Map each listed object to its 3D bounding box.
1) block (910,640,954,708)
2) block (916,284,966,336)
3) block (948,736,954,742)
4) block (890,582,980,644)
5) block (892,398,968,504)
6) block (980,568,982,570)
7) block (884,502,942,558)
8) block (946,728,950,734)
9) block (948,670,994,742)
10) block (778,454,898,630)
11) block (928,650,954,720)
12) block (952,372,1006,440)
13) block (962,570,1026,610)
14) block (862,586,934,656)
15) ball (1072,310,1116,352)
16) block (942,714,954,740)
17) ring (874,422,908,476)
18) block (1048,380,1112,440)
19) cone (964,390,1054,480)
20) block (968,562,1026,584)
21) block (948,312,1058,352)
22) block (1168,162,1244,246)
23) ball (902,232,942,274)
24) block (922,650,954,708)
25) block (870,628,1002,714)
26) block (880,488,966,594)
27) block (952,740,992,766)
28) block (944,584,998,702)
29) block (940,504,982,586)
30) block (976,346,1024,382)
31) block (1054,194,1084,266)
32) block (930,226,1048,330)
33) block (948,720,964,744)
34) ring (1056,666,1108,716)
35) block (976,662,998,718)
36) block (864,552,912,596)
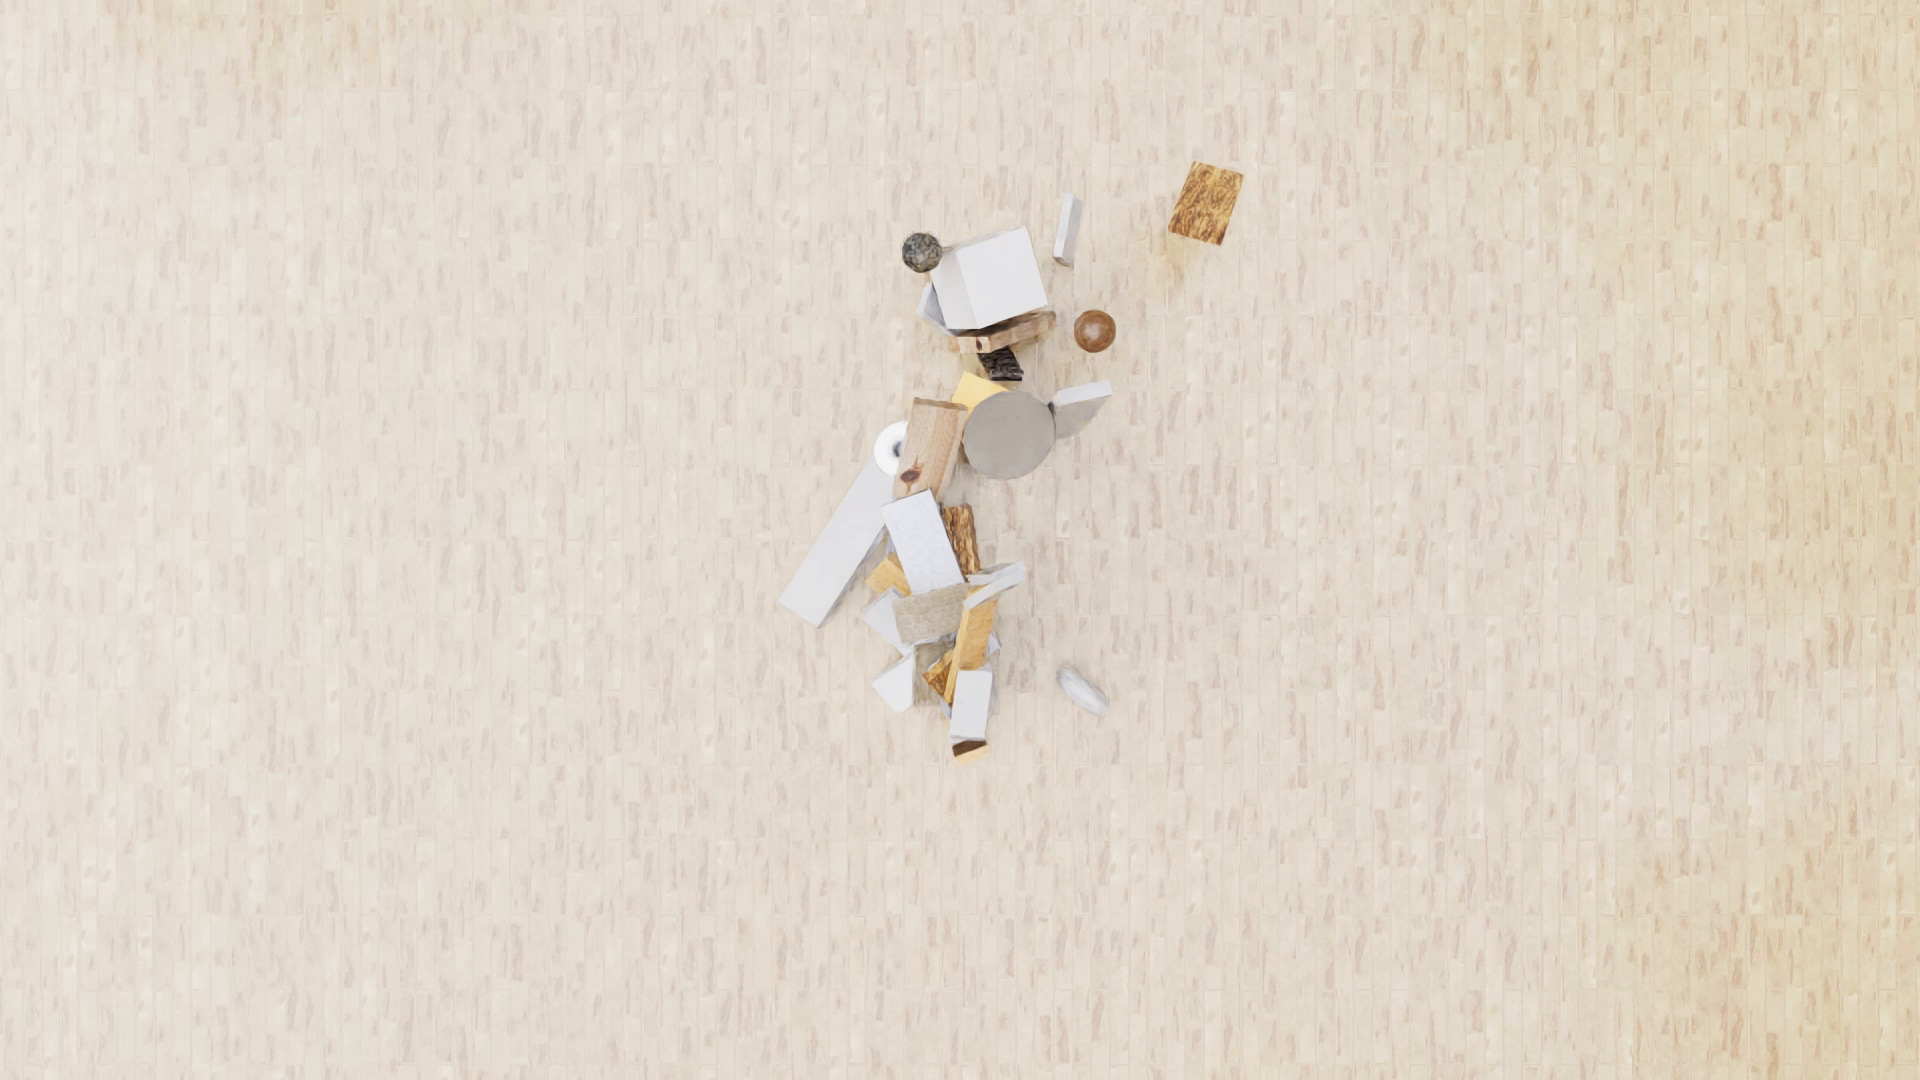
[{"bbox_3d":[-0.090,0.432,5.303,0.120,0.034,0.239,-6,127,-14],"label":"block"},{"bbox_3d":[-0.046,-0.740,5.397,0.213,0.030,0.107,31,71,-40],"label":"block"},{"bbox_3d":[0.000,0.601,5.490,0.074,0.021,0.148,2,90,0],"label":"block"},{"bbox_3d":[-0.064,0.225,5.199,0.283,0.040,0.141,-13,93,-14],"label":"block"},{"bbox_3d":[-0.098,-0.284,5.274,0.171,0.048,0.342,7,121,-14],"label":"block"},{"bbox_3d":[0.011,0.056,5.468,0.085,0.024,0.169,-21,76,0],"label":"block"},{"bbox_3d":[-0.152,-0.040,5.448,0.147,0.042,0.293,13,91,25],"label":"block"},{"bbox_3d":[-0.012,0.565,5.467,0.074,0.021,0.148,-3,88,0],"label":"block"},{"bbox_3d":[0.035,0.503,5.023,0.108,0.031,0.216,4,61,9],"label":"block"},{"bbox_3d":[-0.341,-0.036,5.423,0.171,0.048,0.677,31,86,21],"label":"block"},{"bbox_3d":[-0.018,0.466,5.309,0.120,0.257,0.034,-33,48,-16],"label":"block"},{"bbox_3d":[0.067,-0.414,5.401,0.198,0.198,0.198,23,90,0],"label":"block"},{"bbox_3d":[0.099,0.149,4.823,0.105,0.210,0.030,-21,82,-30],"label":"block"},{"bbox_3d":[-0.168,0.290,5.358,0.283,0.040,0.141,43,111,-16],"label":"block"},{"bbox_3d":[0.414,-0.643,5.073,0.133,0.133,0.133,0,90,0],"label":"ball"},{"bbox_3d":[-0.007,0.621,5.441,0.063,0.018,0.125,-28,96,-1],"label":"block"},{"bbox_3d":[-0.187,-0.296,5.389,0.192,0.064,0.192,-4,74,14],"label":"ring"},{"bbox_3d":[0.346,-0.405,5.288,0.167,0.403,0.047,-13,78,-16],"label":"block"},{"bbox_3d":[0.194,-0.288,5.264,0.296,0.296,0.296,-5,73,16],"label":"cone"},{"bbox_3d":[0.107,0.098,4.901,0.105,0.210,0.030,-22,95,-19],"label":"block"},{"bbox_3d":[0.139,-0.666,5.275,0.335,0.167,0.047,-27,114,-42],"label":"block"},{"bbox_3d":[0.761,-1.039,5.083,0.167,0.047,0.335,17,47,7],"label":"block"},{"bbox_3d":[-0.117,-0.877,5.031,0.123,0.123,0.123,0,90,0],"label":"ball"},{"bbox_3d":[-0.018,0.457,5.250,0.120,0.239,0.034,-43,49,-5],"label":"block"},{"bbox_3d":[-0.079,0.398,5.357,0.424,0.040,0.141,-34,109,14],"label":"block"},{"bbox_3d":[-0.116,0.022,5.322,0.171,0.048,0.342,-19,98,7],"label":"block"},{"bbox_3d":[0.035,0.658,5.176,0.108,0.481,0.031,-20,88,-2],"label":"block"},{"bbox_3d":[0.036,0.316,5.070,0.105,0.434,0.030,-18,45,-35],"label":"block"},{"bbox_3d":[-0.017,0.039,5.428,0.147,0.042,0.293,-11,82,24],"label":"block"},{"bbox_3d":[0.117,-0.592,5.336,0.107,0.030,0.213,-5,45,-22],"label":"block"},{"bbox_3d":[0.359,-1.025,5.450,0.030,0.107,0.213,10,87,23],"label":"block"},{"bbox_3d":[0.081,-0.826,5.214,0.250,0.250,0.250,-22,105,-19],"label":"block"},{"bbox_3d":[0.019,0.655,5.427,0.074,0.021,0.148,-20,96,-2],"label":"block"},{"bbox_3d":[0.399,0.491,5.401,0.204,0.204,0.068,43,95,0],"label":"ring"},{"bbox_3d":[0.064,0.494,5.210,0.108,0.216,0.031,-30,49,-23],"label":"block"},{"bbox_3d":[-0.163,0.186,5.437,0.293,0.042,0.147,43,130,0],"label":"block"}]
